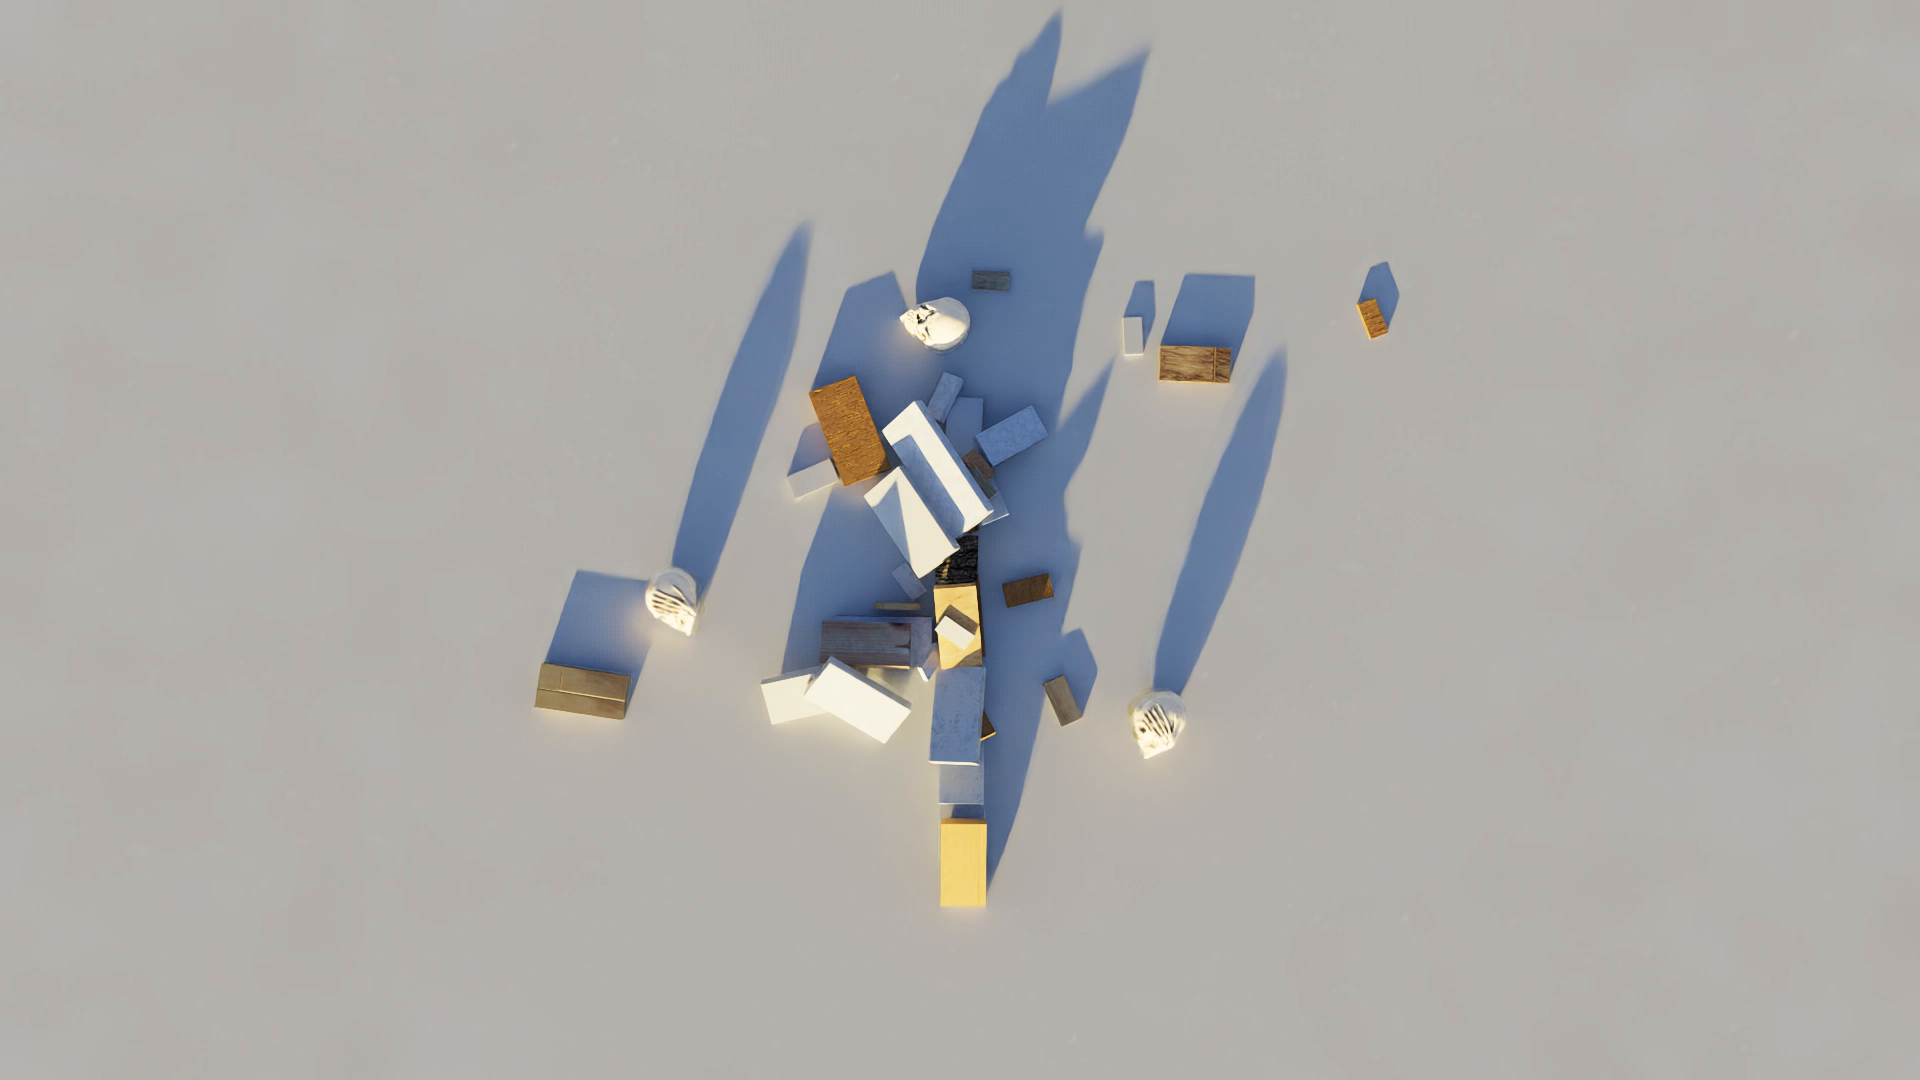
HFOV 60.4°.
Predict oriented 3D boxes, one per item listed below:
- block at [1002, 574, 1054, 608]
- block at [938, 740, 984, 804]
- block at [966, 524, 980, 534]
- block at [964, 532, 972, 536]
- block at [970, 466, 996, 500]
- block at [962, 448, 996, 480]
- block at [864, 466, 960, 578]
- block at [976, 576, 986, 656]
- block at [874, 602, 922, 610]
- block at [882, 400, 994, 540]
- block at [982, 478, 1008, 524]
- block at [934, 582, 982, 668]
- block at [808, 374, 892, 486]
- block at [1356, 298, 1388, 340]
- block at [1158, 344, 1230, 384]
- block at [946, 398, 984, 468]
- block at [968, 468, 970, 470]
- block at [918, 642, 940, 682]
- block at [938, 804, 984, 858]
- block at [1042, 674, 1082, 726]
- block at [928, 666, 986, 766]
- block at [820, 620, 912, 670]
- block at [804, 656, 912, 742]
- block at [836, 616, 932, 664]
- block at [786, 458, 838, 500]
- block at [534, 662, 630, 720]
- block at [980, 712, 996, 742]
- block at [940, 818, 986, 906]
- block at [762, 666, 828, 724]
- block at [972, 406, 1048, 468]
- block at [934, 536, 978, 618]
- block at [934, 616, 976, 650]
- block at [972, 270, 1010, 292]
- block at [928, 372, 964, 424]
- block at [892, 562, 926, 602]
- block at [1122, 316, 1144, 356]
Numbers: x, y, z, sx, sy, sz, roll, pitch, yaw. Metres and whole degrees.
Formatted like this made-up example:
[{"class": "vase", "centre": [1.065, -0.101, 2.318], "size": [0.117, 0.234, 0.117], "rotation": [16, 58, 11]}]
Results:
[{"class": "block", "centre": [0.226, 0.168, 5.489], "size": [0.159, 0.023, 0.080], "rotation": [-14, 90, 0]}, {"class": "block", "centre": [0.005, 0.722, 5.445], "size": [0.148, 0.042, 0.296], "rotation": [0, 77, 0]}, {"class": "block", "centre": [0.028, -0.078, 5.443], "size": [0.055, 0.016, 0.111], "rotation": [-11, 70, -2]}, {"class": "block", "centre": [0.012, -0.066, 5.492], "size": [0.055, 0.016, 0.111], "rotation": [-2, 90, 0]}, {"class": "block", "centre": [0.066, -0.181, 5.369], "size": [0.055, 0.016, 0.110], "rotation": [-41, 83, 25]}, {"class": "block", "centre": [0.061, -0.242, 5.390], "size": [0.055, 0.016, 0.110], "rotation": [-39, 83, -6]}, {"class": "block", "centre": [-0.158, -0.060, 5.415], "size": [0.166, 0.047, 0.332], "rotation": [-39, 79, 25]}, {"class": "block", "centre": [0.005, 0.255, 5.480], "size": [0.138, 0.039, 0.275], "rotation": [-5, 90, 0]}, {"class": "block", "centre": [-0.206, 0.218, 5.461], "size": [0.154, 0.077, 0.022], "rotation": [1, 90, 0]}, {"class": "block", "centre": [-0.073, -0.230, 5.398], "size": [0.166, 0.047, 0.440], "rotation": [-40, 78, 31]}, {"class": "block", "centre": [0.082, -0.149, 5.398], "size": [0.090, 0.026, 0.181], "rotation": [-23, 83, -4]}, {"class": "block", "centre": [-0.005, 0.281, 5.406], "size": [0.138, 0.039, 0.275], "rotation": [-5, 106, 2]}, {"class": "block", "centre": [-0.365, -0.362, 5.476], "size": [0.166, 0.047, 0.332], "rotation": [-21, 90, 0]}, {"class": "block", "centre": [1.373, -0.737, 5.491], "size": [0.062, 0.017, 0.123], "rotation": [-21, 90, 0]}, {"class": "block", "centre": [0.780, -0.584, 5.483], "size": [0.233, 0.033, 0.117], "rotation": [2, 90, 0]}, {"class": "block", "centre": [0.013, -0.355, 5.452], "size": [0.117, 0.033, 0.233], "rotation": [2, 76, 3]}, {"class": "block", "centre": [0.013, -0.250, 5.456], "size": [0.090, 0.026, 0.181], "rotation": [-13, 70, -2]}, {"class": "block", "centre": [-0.096, 0.401, 5.437], "size": [0.017, 0.120, 0.060], "rotation": [1, 130, 34]}, {"class": "block", "centre": [0.005, 0.907, 5.479], "size": [0.148, 0.042, 0.296], "rotation": [0, 90, 0]}, {"class": "block", "centre": [0.341, 0.535, 5.489], "size": [0.077, 0.022, 0.154], "rotation": [-24, 90, 0]}, {"class": "block", "centre": [-0.008, 0.575, 5.412], "size": [0.159, 0.045, 0.318], "rotation": [0, 73, 17]}, {"class": "block", "centre": [-0.309, 0.344, 5.413], "size": [0.292, 0.041, 0.146], "rotation": [2, 72, 0]}, {"class": "block", "centre": [-0.334, 0.525, 5.408], "size": [0.318, 0.045, 0.159], "rotation": [32, 114, -15]}, {"class": "block", "centre": [-0.253, 0.333, 5.477], "size": [0.318, 0.045, 0.159], "rotation": [1, 90, 0]}, {"class": "block", "centre": [-0.491, -0.203, 5.489], "size": [0.159, 0.023, 0.080], "rotation": [-24, 90, 0]}, {"class": "block", "centre": [-1.253, 0.502, 5.479], "size": [0.293, 0.041, 0.146], "rotation": [9, 90, 0]}, {"class": "block", "centre": [0.043, 0.578, 5.445], "size": [0.077, 0.022, 0.179], "rotation": [-24, 66, -11]}, {"class": "block", "centre": [0.011, 1.063, 5.438], "size": [0.148, 0.042, 0.296], "rotation": [0, 106, 0]}, {"class": "block", "centre": [-0.497, 0.505, 5.456], "size": [0.293, 0.041, 0.146], "rotation": [-12, 109, 0]}, {"class": "block", "centre": [0.167, -0.341, 5.442], "size": [0.233, 0.033, 0.117], "rotation": [-30, 90, -22]}, {"class": "block", "centre": [-0.012, 0.122, 5.441], "size": [0.138, 0.039, 0.275], "rotation": [2, 89, 0]}, {"class": "block", "centre": [-0.016, 0.301, 5.383], "size": [0.120, 0.017, 0.060], "rotation": [35, 103, -9]}, {"class": "block", "centre": [0.102, -0.863, 5.491], "size": [0.123, 0.017, 0.062], "rotation": [3, 90, 0]}, {"class": "block", "centre": [-0.055, -0.472, 5.465], "size": [0.080, 0.023, 0.159], "rotation": [25, 90, 43]}, {"class": "block", "centre": [-0.169, 0.139, 5.492], "size": [0.060, 0.017, 0.120], "rotation": [-37, 90, 0]}, {"class": "block", "centre": [0.576, -0.679, 5.491], "size": [0.062, 0.017, 0.123], "rotation": [-2, 90, 0]}]
